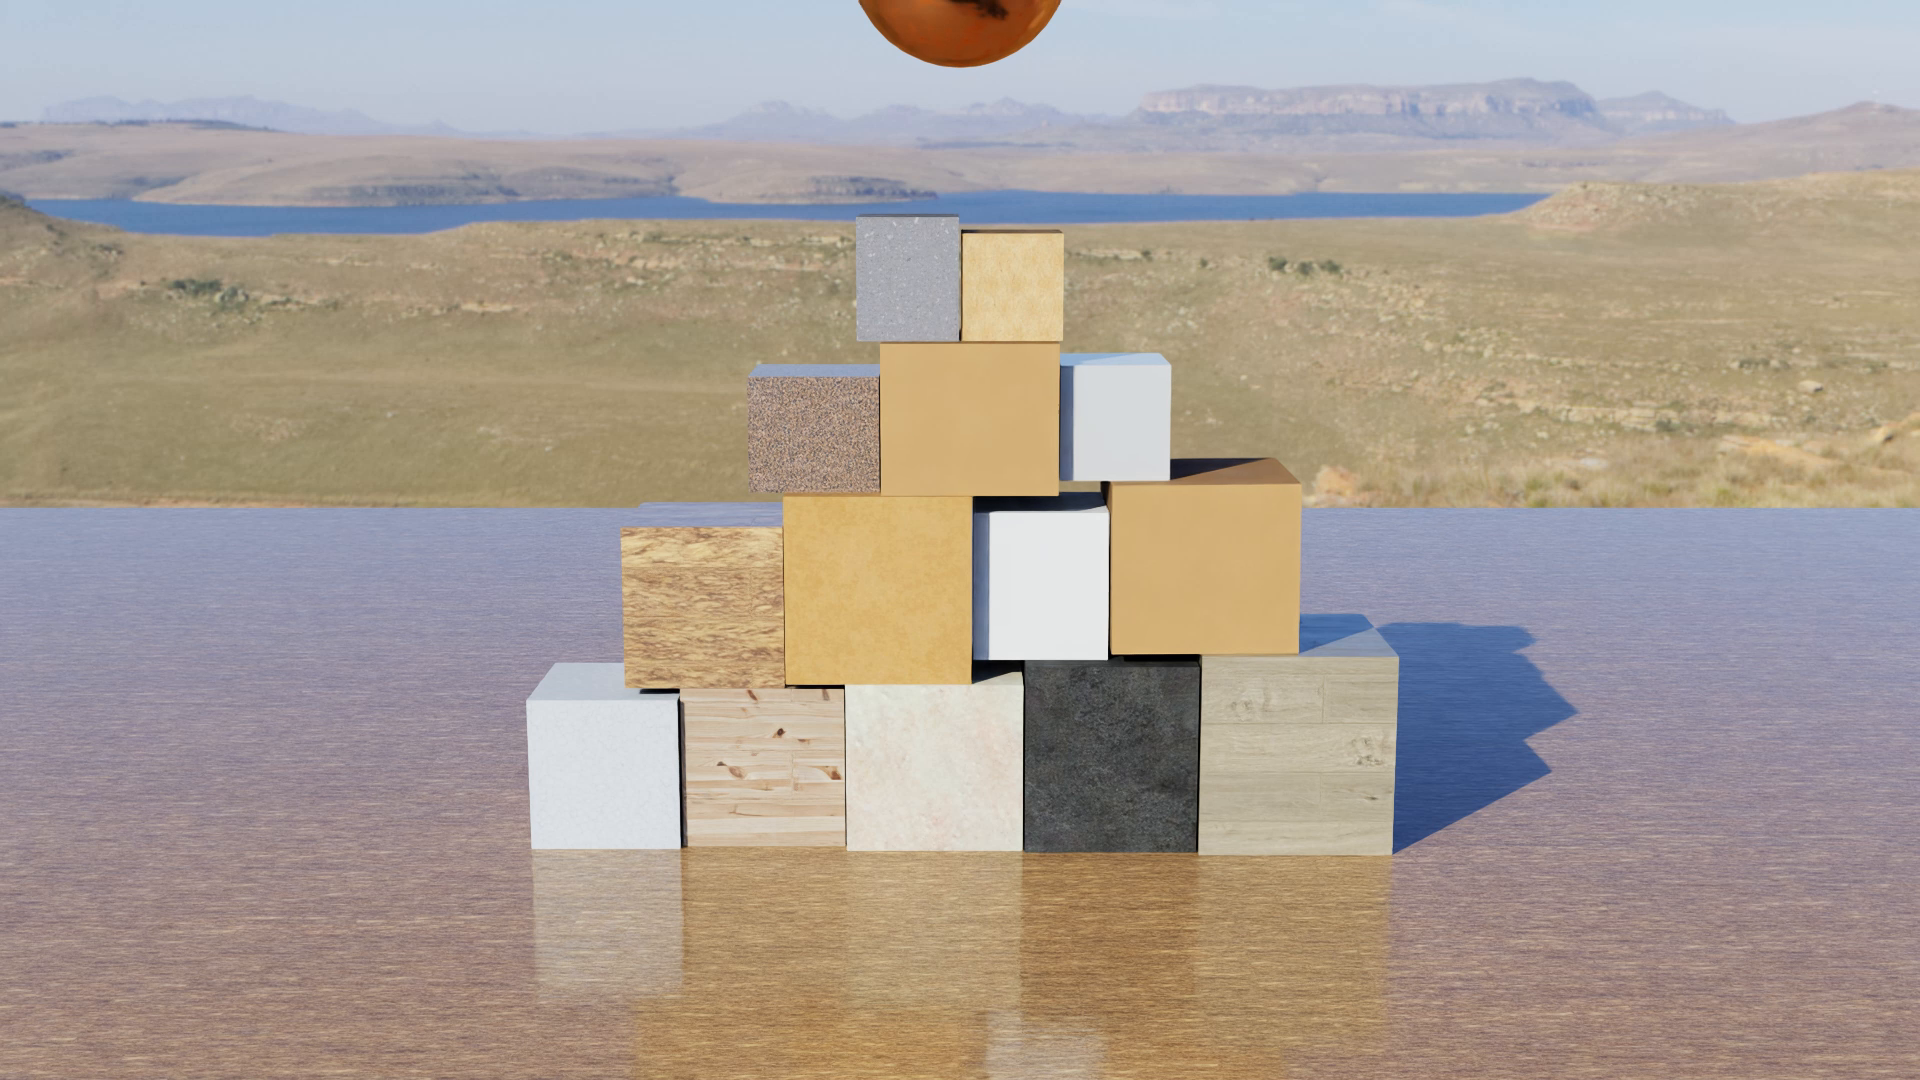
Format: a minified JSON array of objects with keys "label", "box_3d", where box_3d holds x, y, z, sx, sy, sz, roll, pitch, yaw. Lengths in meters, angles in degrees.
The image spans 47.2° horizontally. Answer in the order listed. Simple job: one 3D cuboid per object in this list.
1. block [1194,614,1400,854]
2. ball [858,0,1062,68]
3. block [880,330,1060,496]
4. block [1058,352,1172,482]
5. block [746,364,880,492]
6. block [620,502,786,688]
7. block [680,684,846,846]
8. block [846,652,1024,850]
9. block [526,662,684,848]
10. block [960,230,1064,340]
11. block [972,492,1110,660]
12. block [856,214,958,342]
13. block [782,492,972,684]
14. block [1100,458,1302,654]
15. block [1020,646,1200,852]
[{"label":"block","box_3d":[1.669,0.980,11.345,0.962,1.012,0.999,0,10,0]},{"label":"ball","box_3d":[0.000,-4.178,15.660,1.600,1.600,1.600,0,10,0]},{"label":"block","box_3d":[0.048,-0.651,11.054,0.867,0.741,0.785,0,10,0]},{"label":"block","box_3d":[0.757,-0.627,11.081,0.548,0.570,0.620,0,10,0]},{"label":"block","box_3d":[-0.718,-0.569,11.080,0.644,0.572,0.609,0,10,0]},{"label":"block","box_3d":[-1.270,0.270,11.249,0.796,0.814,0.757,0,10,0]},{"label":"block","box_3d":[-0.985,1.076,11.370,0.816,0.815,0.740,0,10,0]},{"label":"block","box_3d":[-0.127,1.056,11.375,0.879,0.852,0.899,0,10,0]},{"label":"block","box_3d":[-1.776,1.101,11.363,0.747,0.767,0.799,0,10,0]},{"label":"block","box_3d":[0.254,-1.276,10.968,0.499,0.520,0.510,0,10,0]},{"label":"block","box_3d":[0.402,0.172,11.231,0.672,0.742,0.668,0,10,0]},{"label":"block","box_3d":[-0.255,-1.315,10.959,0.498,0.600,0.558,0,10,0]},{"label":"block","box_3d":[-0.403,0.172,11.229,0.918,0.940,0.893,0,10,0]},{"label":"block","box_3d":[1.204,0.065,11.199,0.920,0.841,0.906,-1,10,0]},{"label":"block","box_3d":[0.750,1.008,11.366,0.855,0.951,0.961,0,10,0]}]
